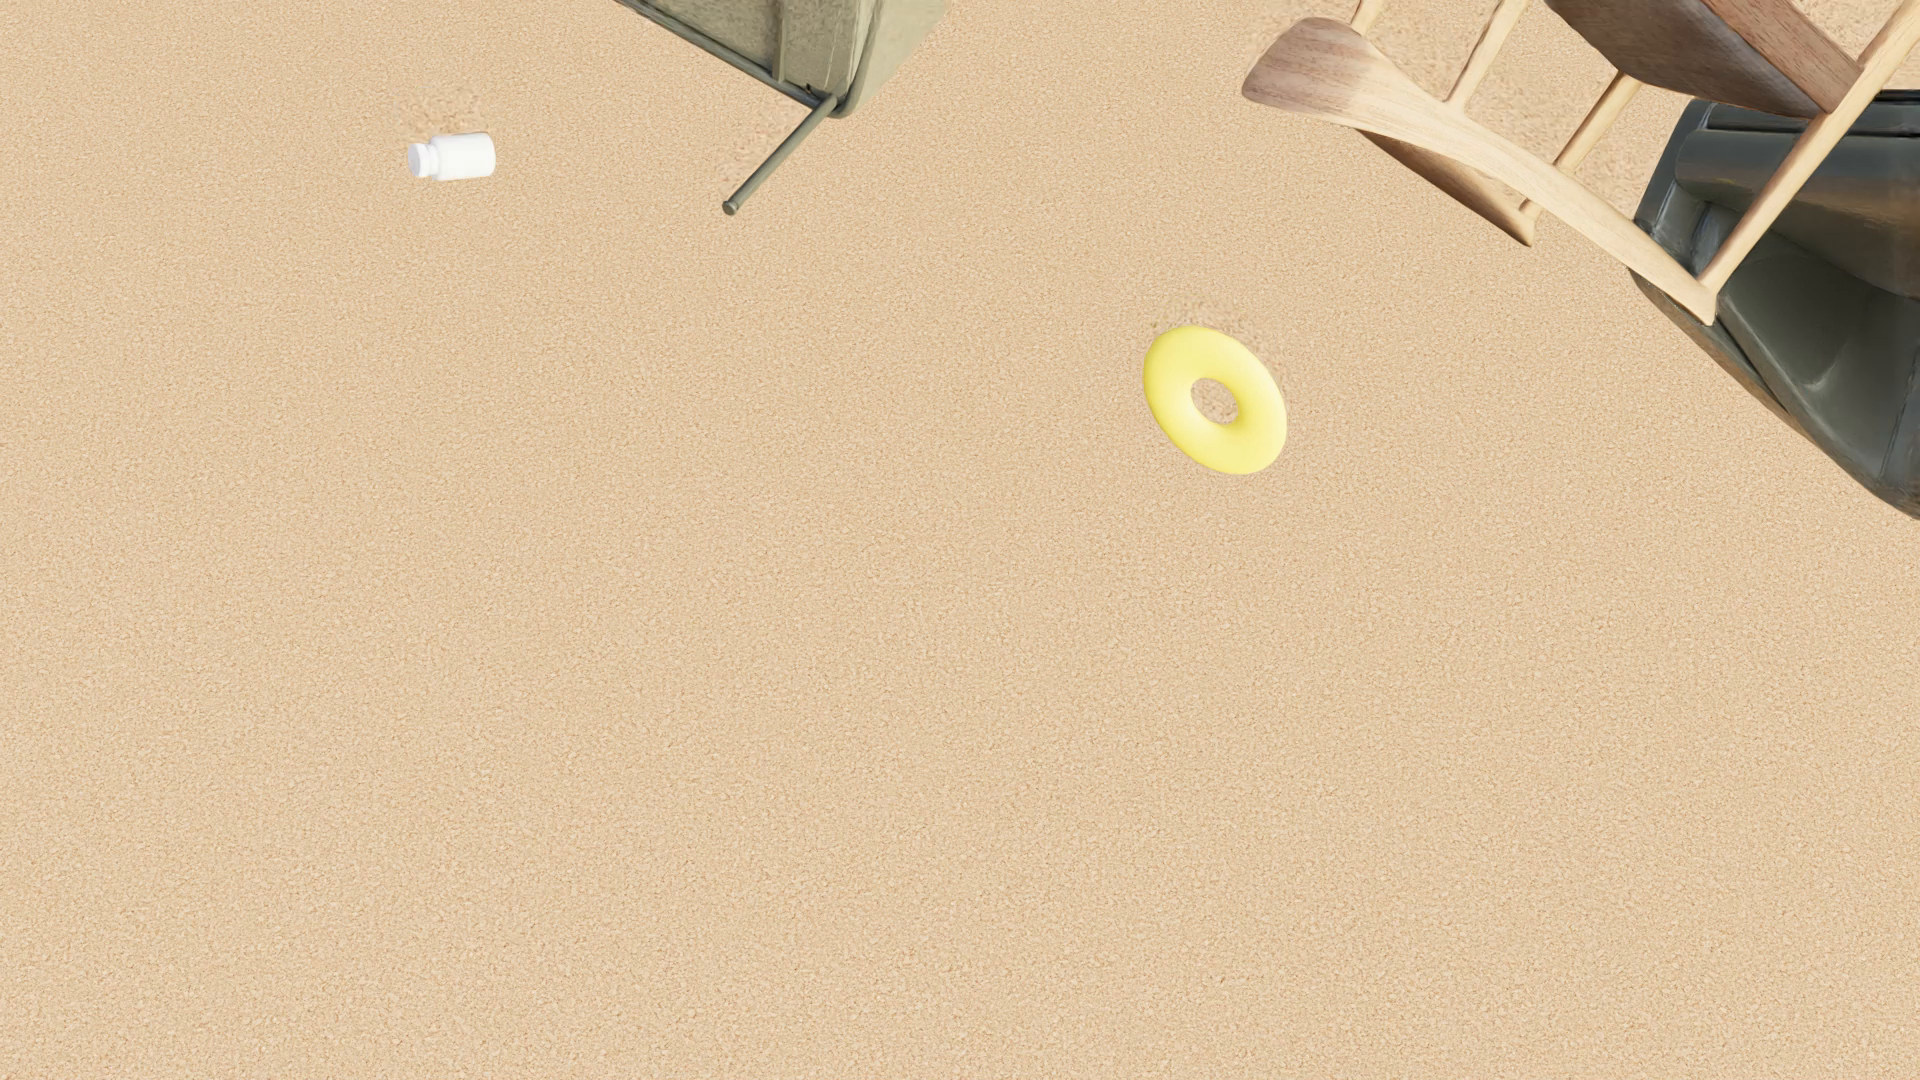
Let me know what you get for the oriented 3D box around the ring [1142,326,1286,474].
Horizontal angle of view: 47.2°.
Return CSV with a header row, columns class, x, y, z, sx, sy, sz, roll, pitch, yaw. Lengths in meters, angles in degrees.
class,x,y,z,sx,sy,sz,roll,pitch,yaw
ring,0.502,-0.273,4.340,0.277,0.358,0.044,-12,32,35
